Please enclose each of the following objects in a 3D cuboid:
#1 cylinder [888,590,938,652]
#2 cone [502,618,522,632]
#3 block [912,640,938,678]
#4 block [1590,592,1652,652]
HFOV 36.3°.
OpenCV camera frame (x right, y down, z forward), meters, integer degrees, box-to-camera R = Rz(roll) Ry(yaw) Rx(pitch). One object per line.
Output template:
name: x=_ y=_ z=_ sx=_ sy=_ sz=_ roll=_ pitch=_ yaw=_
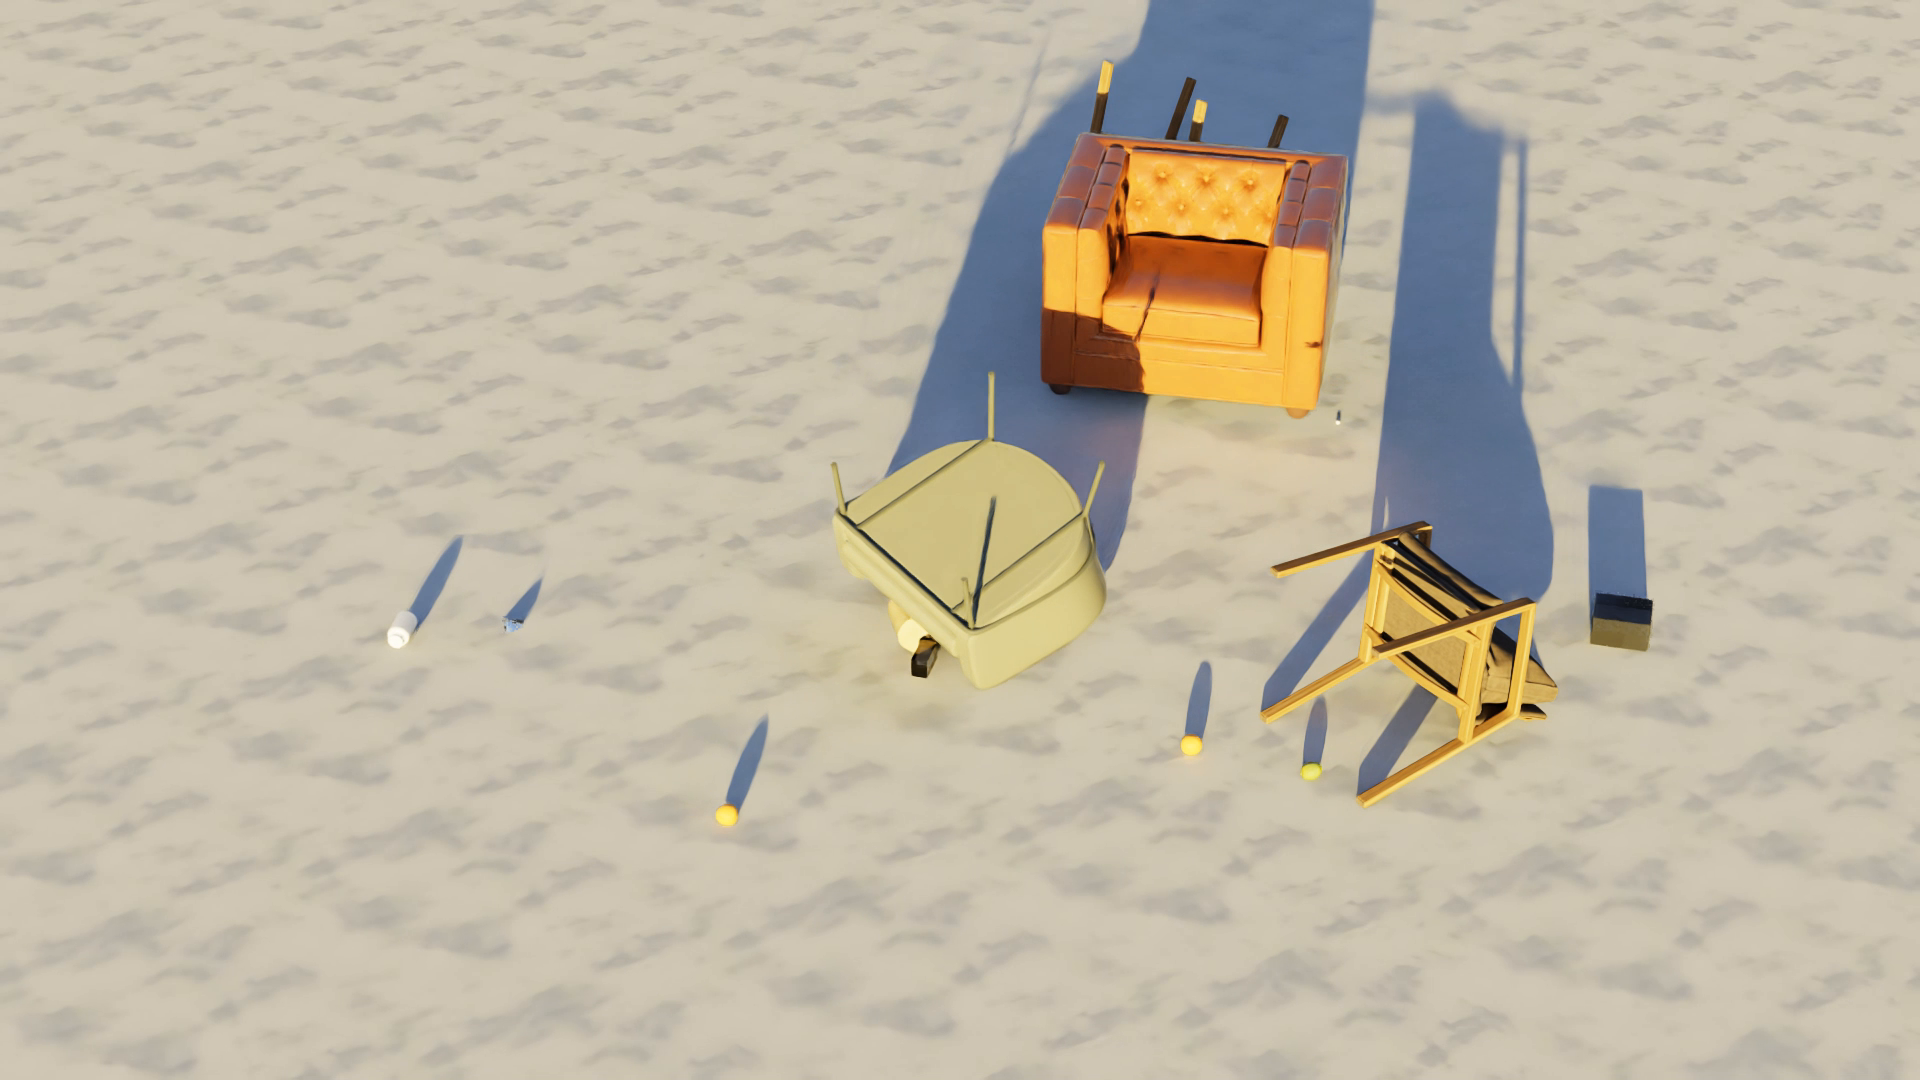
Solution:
cylinder: x=-0.166 y=0.285 z=10.375 sx=0.147 sy=0.153 sz=0.170 roll=-32 pitch=35 yaw=6
cone: x=-1.615 y=0.293 z=10.481 sx=0.073 sy=0.040 sz=0.091 roll=-17 pitch=25 yaw=-29
block: x=-0.125 y=0.416 z=10.249 sx=0.058 sy=0.071 sz=0.124 roll=9 pitch=34 yaw=13
block: x=2.347 y=0.291 z=10.399 sx=0.197 sy=0.114 sz=0.161 roll=7 pitch=34 yaw=11
